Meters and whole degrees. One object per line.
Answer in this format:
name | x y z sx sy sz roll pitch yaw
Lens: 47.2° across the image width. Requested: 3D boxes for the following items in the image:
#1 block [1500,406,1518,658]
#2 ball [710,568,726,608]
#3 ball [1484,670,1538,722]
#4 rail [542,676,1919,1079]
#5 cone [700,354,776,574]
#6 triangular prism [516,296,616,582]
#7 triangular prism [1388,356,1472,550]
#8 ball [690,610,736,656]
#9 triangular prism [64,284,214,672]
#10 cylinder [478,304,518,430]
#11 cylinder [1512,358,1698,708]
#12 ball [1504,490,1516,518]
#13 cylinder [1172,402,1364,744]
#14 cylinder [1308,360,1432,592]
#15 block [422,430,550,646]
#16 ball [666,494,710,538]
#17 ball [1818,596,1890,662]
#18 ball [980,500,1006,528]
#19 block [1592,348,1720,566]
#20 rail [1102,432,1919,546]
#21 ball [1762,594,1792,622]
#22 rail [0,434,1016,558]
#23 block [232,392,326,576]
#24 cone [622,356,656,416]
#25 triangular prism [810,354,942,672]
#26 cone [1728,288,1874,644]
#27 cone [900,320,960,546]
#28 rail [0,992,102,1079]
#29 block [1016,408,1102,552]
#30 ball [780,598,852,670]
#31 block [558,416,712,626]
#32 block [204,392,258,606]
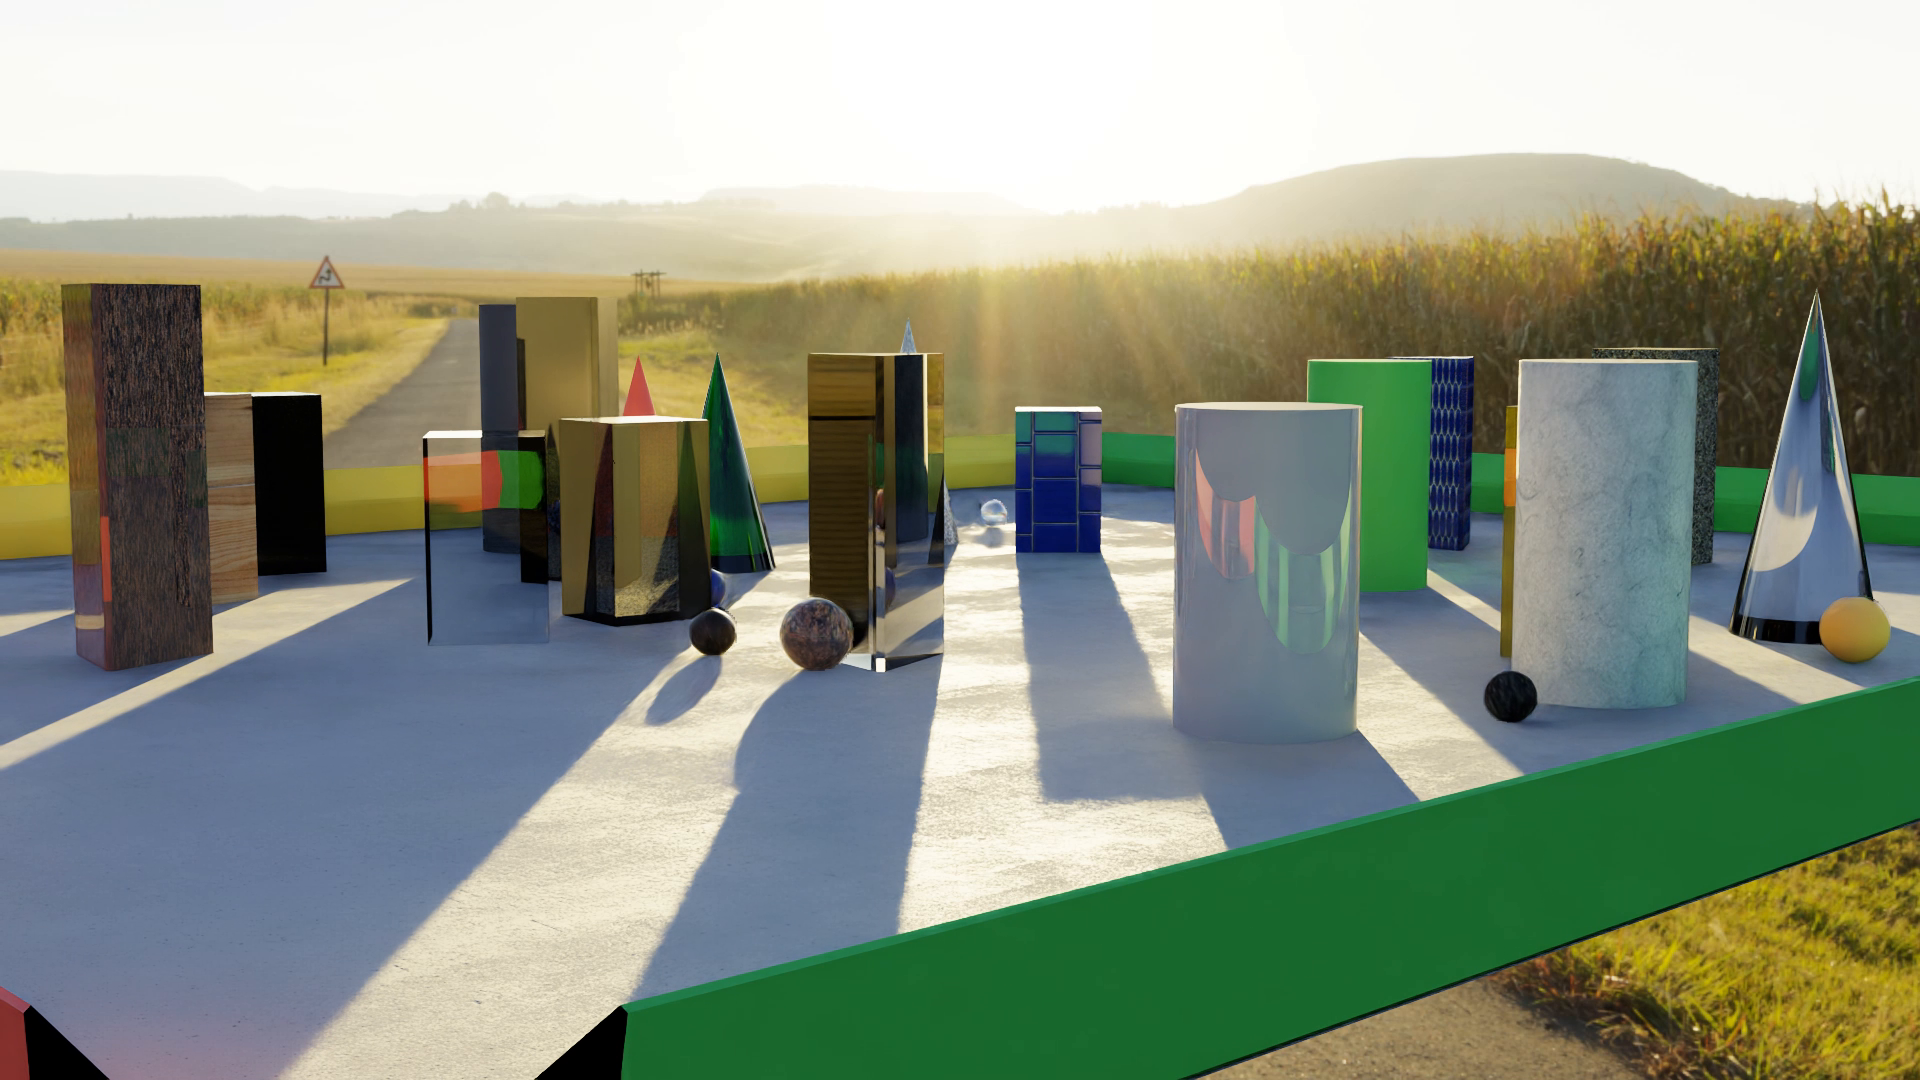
block | 0.809 -0.011 2.826 0.158 0.323 0.158 6 8 43
ball | -0.380 0.073 3.271 0.065 0.065 0.065 0 6 0
ball | 0.598 0.170 2.385 0.056 0.056 0.056 0 6 0
rail | 1.080 0.155 2.168 3.797 0.128 0.045 -5 8 -42
cone | -0.417 -0.139 3.803 0.197 0.375 0.197 0 6 0
triangular prism | -0.621 -0.170 3.667 0.171 0.466 0.148 4 7 32
triangular prism | 0.926 -0.169 4.179 0.148 0.356 0.171 -5 8 -42
ball | -0.319 0.120 2.839 0.061 0.061 0.061 0 6 0
triangular prism | -1.037 -0.086 2.807 0.148 0.477 0.171 -4 7 -33
cylinder | -0.804 -0.216 4.157 0.197 0.455 0.197 0 6 0
cylinder | 0.743 -0.013 2.543 0.197 0.387 0.197 0 6 0
ball | 1.204 -0.079 4.726 0.064 0.064 0.064 0 6 0
cylinder | 0.327 0.029 2.349 0.197 0.344 0.197 0 6 0
cylinder | 0.661 -0.109 3.568 0.197 0.364 0.197 0 6 0
block | -0.644 -0.006 3.001 0.158 0.277 0.158 -1 6 -10
ball | -0.537 -0.049 4.333 0.086 0.086 0.086 0 6 0
ball | 1.135 0.113 2.790 0.084 0.084 0.084 0 6 0
ball | 0.069 -0.053 4.528 0.054 0.054 0.054 0 6 0
block | 1.220 -0.148 3.877 0.158 0.377 0.158 -6 8 -44
rail | 1.378 -0.099 4.596 0.045 0.128 3.232 -5 8 -42
ball | 1.172 0.096 3.159 0.041 0.041 0.041 0 6 0
rail | -1.080 -0.088 4.496 3.797 0.128 0.045 -5 8 -42
block | -1.192 -0.099 3.767 0.158 0.302 0.158 -4 7 -33
cone | -0.652 -0.200 4.477 0.197 0.356 0.197 0 6 0
triangular prism | -0.084 -0.042 2.809 0.148 0.389 0.171 -4 7 -34
cone | 1.163 -0.107 3.010 0.197 0.476 0.197 0 6 0
cone | -0.099 -0.212 4.235 0.197 0.430 0.197 0 6 0
rail | -1.378 0.165 2.067 0.045 0.128 3.232 -5 8 -42
block | 0.183 -0.115 4.122 0.158 0.261 0.158 0 6 2
ball | -0.178 0.116 2.728 0.090 0.090 0.090 0 6 0
block | -0.473 -0.032 3.197 0.158 0.287 0.158 -5 8 -38
block | -1.196 -0.064 3.365 0.158 0.317 0.158 3 7 29
